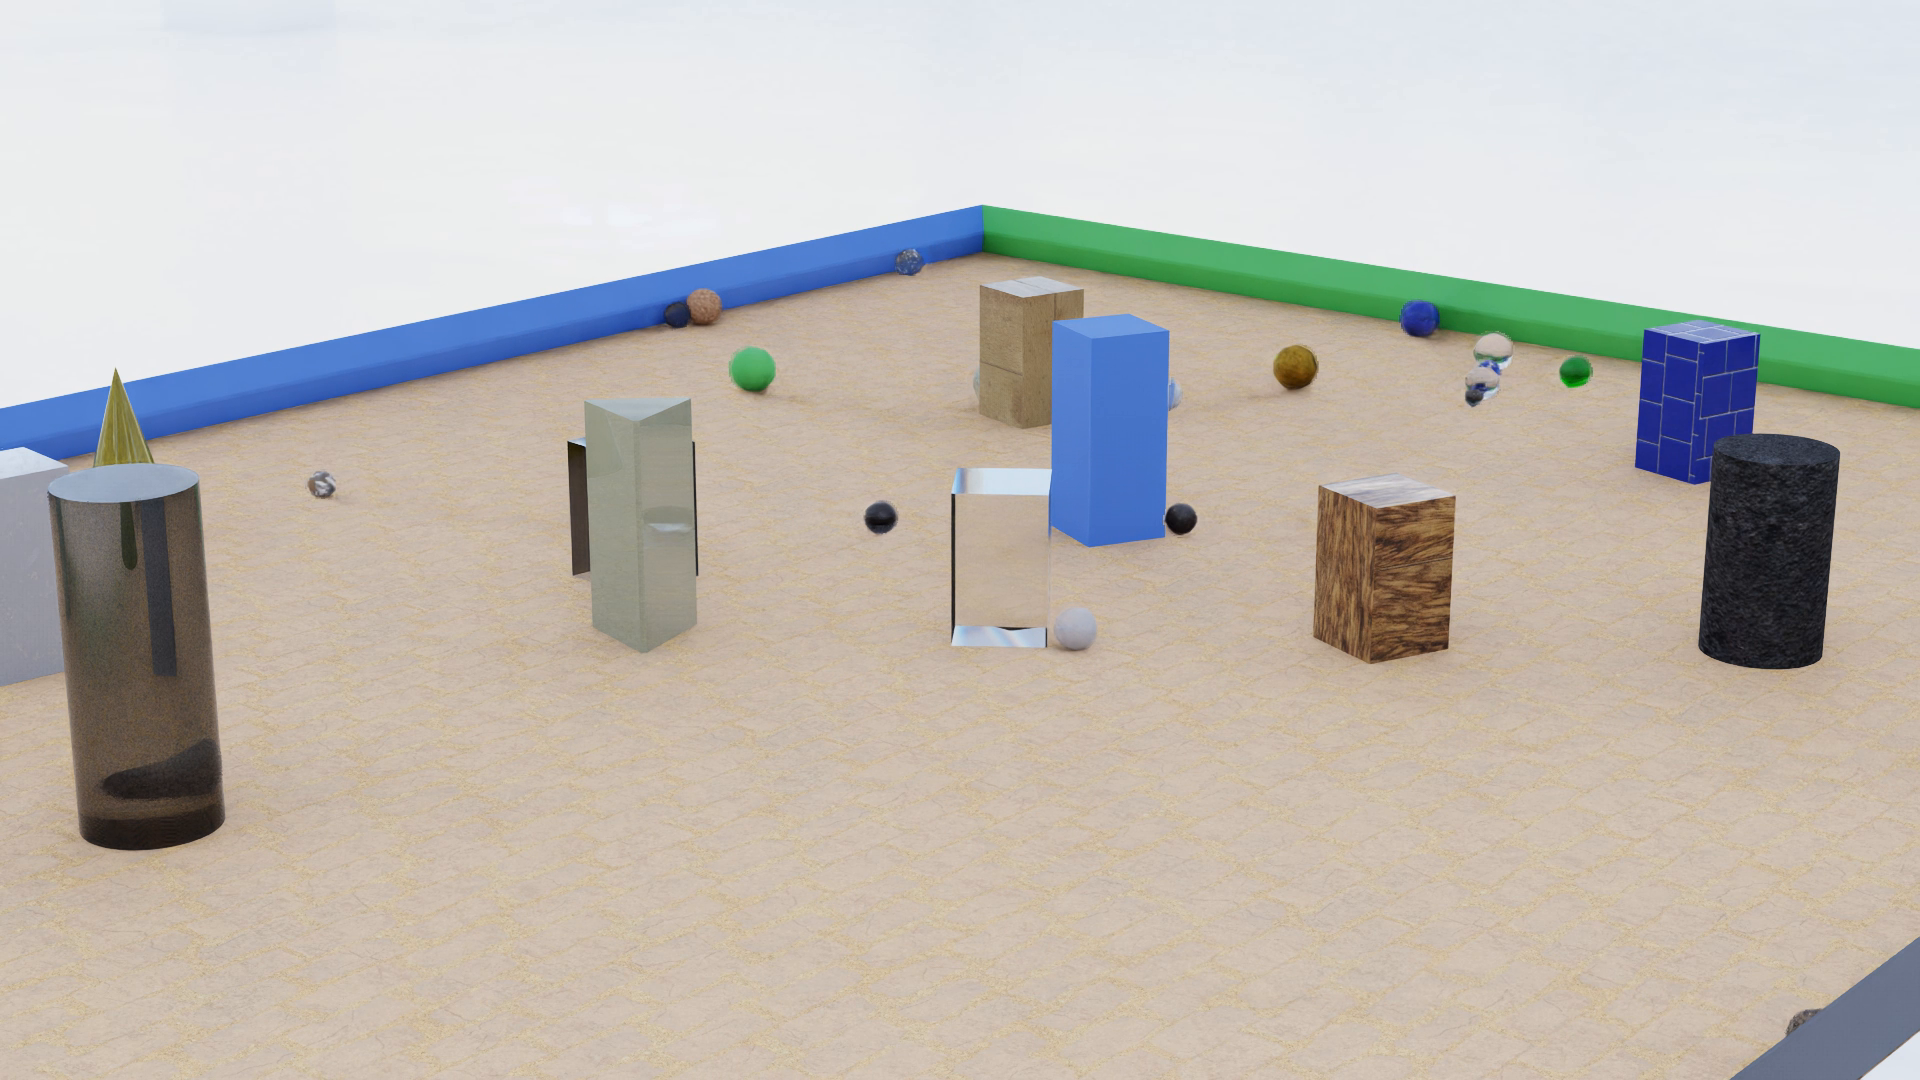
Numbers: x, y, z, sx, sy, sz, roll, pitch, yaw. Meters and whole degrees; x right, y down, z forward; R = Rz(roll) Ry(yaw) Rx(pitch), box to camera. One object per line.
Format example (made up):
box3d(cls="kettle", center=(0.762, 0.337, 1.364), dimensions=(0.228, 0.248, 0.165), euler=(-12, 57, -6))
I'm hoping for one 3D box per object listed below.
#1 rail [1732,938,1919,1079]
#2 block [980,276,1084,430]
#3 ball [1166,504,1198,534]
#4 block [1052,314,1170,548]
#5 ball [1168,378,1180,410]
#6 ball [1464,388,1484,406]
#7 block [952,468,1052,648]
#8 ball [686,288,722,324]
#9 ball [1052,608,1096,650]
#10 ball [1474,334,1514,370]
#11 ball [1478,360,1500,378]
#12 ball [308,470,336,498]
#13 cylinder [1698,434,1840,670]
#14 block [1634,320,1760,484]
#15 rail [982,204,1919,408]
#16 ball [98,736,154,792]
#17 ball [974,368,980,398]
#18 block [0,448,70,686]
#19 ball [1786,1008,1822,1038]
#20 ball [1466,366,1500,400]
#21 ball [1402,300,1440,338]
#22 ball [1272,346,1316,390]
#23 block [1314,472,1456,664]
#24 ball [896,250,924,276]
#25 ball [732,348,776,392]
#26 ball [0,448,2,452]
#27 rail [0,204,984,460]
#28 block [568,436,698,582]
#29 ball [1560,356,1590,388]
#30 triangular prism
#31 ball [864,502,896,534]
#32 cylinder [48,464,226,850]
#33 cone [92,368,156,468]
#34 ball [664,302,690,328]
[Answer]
box3d(cls="rail", center=(1.481, 0.403, 3.888), dimensions=(0.045, 0.129, 4.757), euler=(14, 22, 39))
box3d(cls="block", center=(0.153, -0.404, 6.302), dimensions=(0.159, 0.286, 0.159), euler=(-11, 20, -33))
box3d(cls="ball", center=(0.412, -0.039, 5.465), dimensions=(0.059, 0.059, 0.059), euler=(0, 17, 0))
box3d(cls="block", center=(0.277, -0.205, 5.454), dimensions=(0.159, 0.394, 0.159), euler=(-7, 18, -23))
box3d(cls="ball", center=(0.445, -0.317, 6.384), dimensions=(0.071, 0.071, 0.071), euler=(0, 17, 0))
box3d(cls="ball", center=(1.126, -0.313, 6.424), dimensions=(0.040, 0.040, 0.040), euler=(0, 17, 0))
box3d(cls="block", center=(0.070, 0.028, 4.907), dimensions=(0.159, 0.263, 0.159), euler=(1, 17, 3))
box3d(cls="ball", center=(-0.628, -0.573, 7.205), dimensions=(0.089, 0.089, 0.089), euler=(0, 17, 0))
box3d(cls="ball", center=(0.189, 0.146, 4.846), dimensions=(0.071, 0.071, 0.071), euler=(0, 17, 0))
box3d(cls="ball", center=(1.224, -0.429, 6.725), dimensions=(0.089, 0.089, 0.089), euler=(0, 17, 0))
box3d(cls="ball", center=(1.192, -0.378, 6.617), dimensions=(0.055, 0.055, 0.055), euler=(0, 17, 0))
box3d(cls="ball", center=(-1.246, -0.109, 5.724), dimensions=(0.054, 0.054, 0.054), euler=(0, 17, 0))
box3d(cls="cylinder", center=(1.324, 0.017, 4.803), dimensions=(0.199, 0.344, 0.199), euler=(0, 17, 0))
box3d(cls="block", center=(1.479, -0.278, 5.884), dimensions=(0.159, 0.286, 0.159), euler=(-11, 20, -33))
box3d(cls="rail", center=(1.544, -0.480, 6.822), dimensions=(3.970, 0.129, 0.045), euler=(14, 22, 39))
box3d(cls="ball", center=(-1.207, 0.324, 4.243), dimensions=(0.078, 0.078, 0.078), euler=(0, 17, 0))
box3d(cls="ball", center=(0.078, -0.343, 6.428), dimensions=(0.097, 0.097, 0.097), euler=(0, 17, 0))
box3d(cls="block", center=(-1.534, 0.042, 4.730), dimensions=(0.159, 0.338, 0.159), euler=(-15, 22, -40))
box3d(cls="ball", center=(0.997, 0.579, 3.424), dimensions=(0.064, 0.064, 0.064), euler=(0, 17, 0))
box3d(cls="ball", center=(1.155, -0.347, 6.477), dimensions=(0.075, 0.075, 0.075), euler=(0, 17, 0))
box3d(cls="ball", center=(1.112, -0.533, 7.071), dimensions=(0.090, 0.090, 0.090), euler=(0, 17, 0))
box3d(cls="ball", center=(0.750, -0.387, 6.569), dimensions=(0.099, 0.099, 0.099), euler=(0, 17, 0))
box3d(cls="block", center=(0.700, 0.045, 4.848), dimensions=(0.159, 0.264, 0.159), euler=(-9, 19, -28))
box3d(cls="ball", center=(-0.133, -0.736, 7.775), dimensions=(0.071, 0.071, 0.071), euler=(0, 17, 0))
box3d(cls="ball", center=(-0.461, -0.381, 6.549), dimensions=(0.099, 0.099, 0.099), euler=(0, 17, 0))
box3d(cls="ball", center=(-1.895, -0.139, 5.776), dimensions=(0.081, 0.081, 0.081), euler=(0, 17, 0))
box3d(cls="rail", center=(-1.481, -0.338, 6.351), dimensions=(0.045, 0.129, 4.757), euler=(14, 22, 39))
box3d(cls="block", center=(-0.580, -0.055, 5.206), dimensions=(0.159, 0.249, 0.159), euler=(-16, 23, -42))
box3d(cls="ball", center=(1.381, -0.376, 6.586), dimensions=(0.069, 0.069, 0.069), euler=(0, 17, 0))
box3d(cls="triangular prism", center=(-0.510, -0.035, 4.888), dimensions=(0.150, 0.395, 0.173), euler=(-12, 20, -34))
box3d(cls="ball", center=(-0.149, -0.042, 5.488), dimensions=(0.061, 0.061, 0.061), euler=(0, 17, 0))
box3d(cls="cylinder", center=(-1.137, 0.160, 4.060), dimensions=(0.199, 0.498, 0.199), euler=(0, 17, 0))
box3d(cls="cone", center=(-1.539, -0.156, 5.391), dimensions=(0.199, 0.336, 0.199), euler=(0, 17, 0))
box3d(cls="ball", center=(-0.693, -0.550, 7.175), dimensions=(0.061, 0.061, 0.061), euler=(0, 17, 0))
